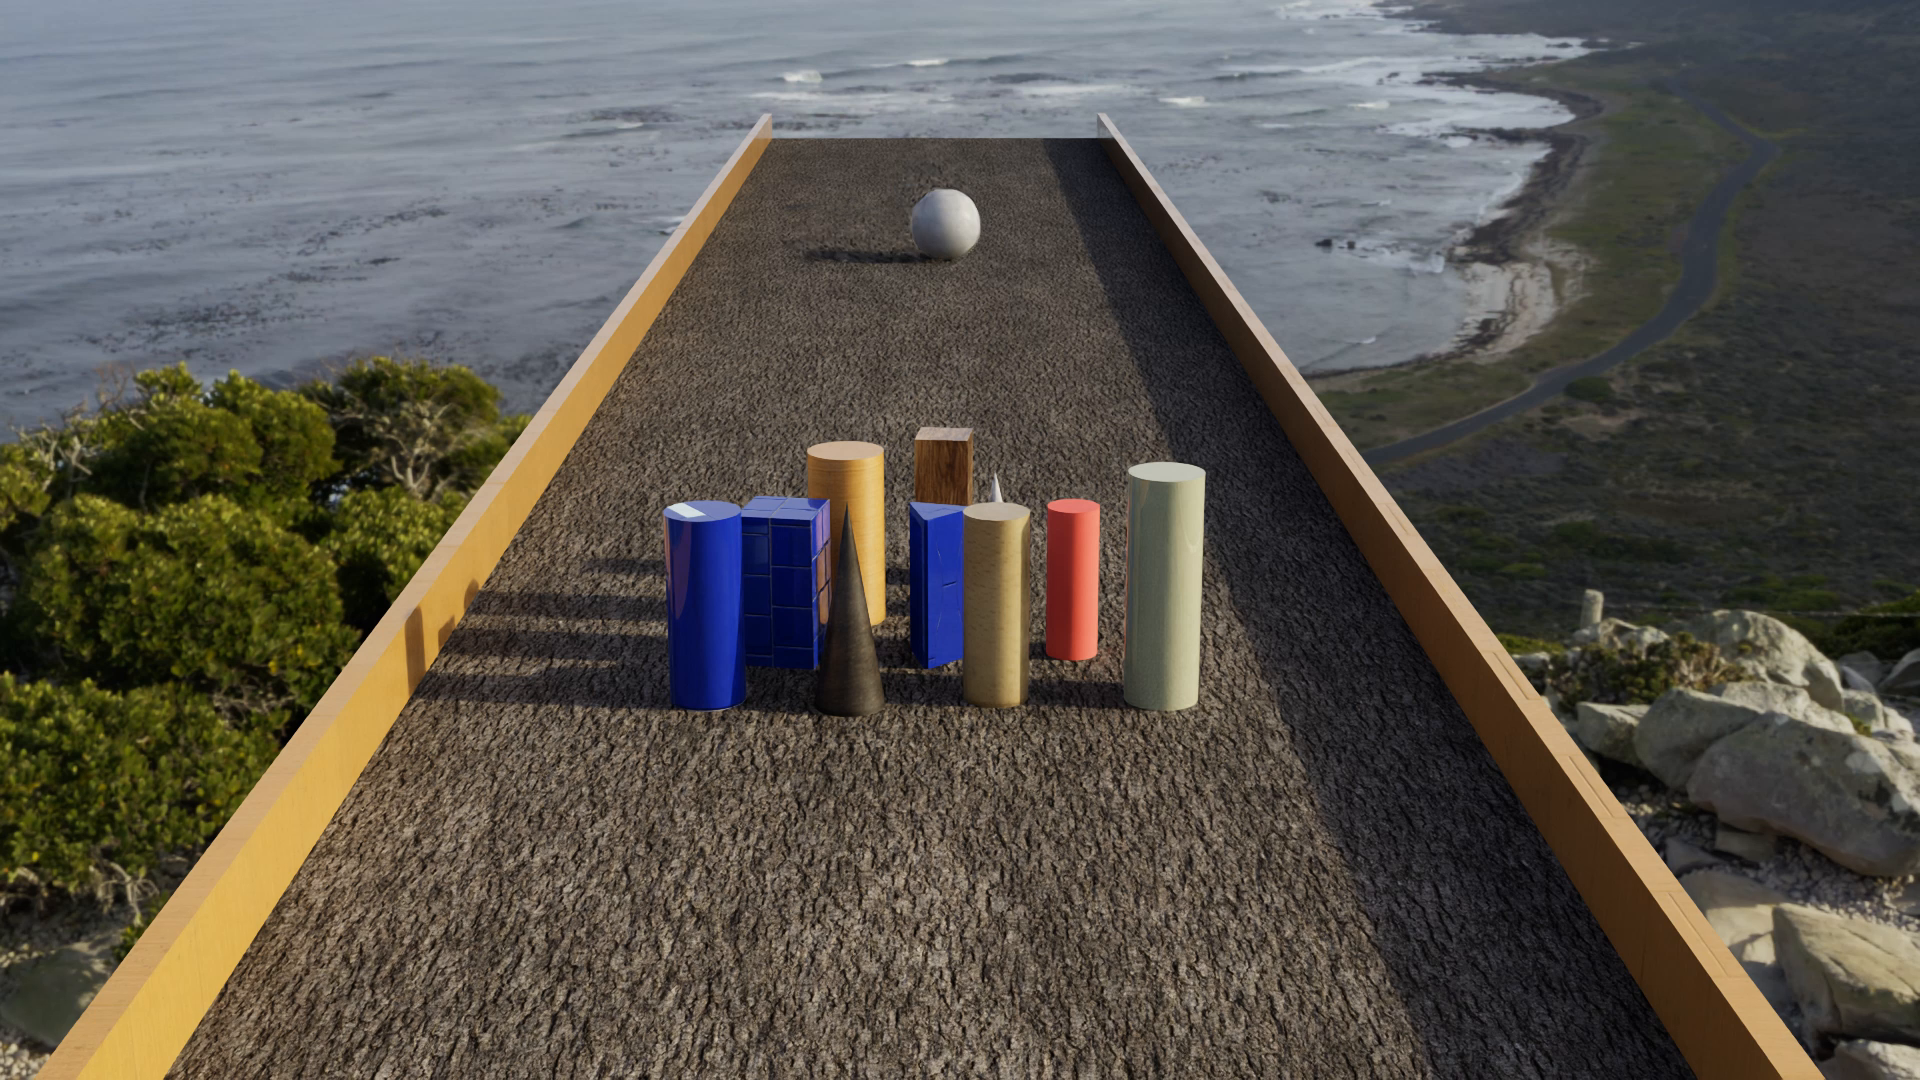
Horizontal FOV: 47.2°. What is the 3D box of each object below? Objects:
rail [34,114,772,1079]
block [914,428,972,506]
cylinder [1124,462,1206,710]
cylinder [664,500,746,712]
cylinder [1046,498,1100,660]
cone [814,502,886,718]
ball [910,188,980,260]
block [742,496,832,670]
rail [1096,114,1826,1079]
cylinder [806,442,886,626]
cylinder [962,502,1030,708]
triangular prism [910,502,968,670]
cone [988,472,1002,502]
[{"bbox_3d":[-1.118,-0.838,7.780,0.050,0.150,12.000,0,17,-1],"label":"rail"},{"bbox_3d":[-0.035,-0.074,4.889,0.116,0.334,0.116,2,17,6],"label":"block"},{"bbox_3d":[0.384,0.087,4.149,0.143,0.447,0.143,0,17,0],"label":"cylinder"},{"bbox_3d":[-0.481,0.124,4.156,0.145,0.372,0.145,0,17,0],"label":"cylinder"},{"bbox_3d":[0.226,0.080,4.419,0.104,0.308,0.104,0,17,0],"label":"cylinder"},{"bbox_3d":[-0.209,0.120,4.121,0.136,0.401,0.136,0,17,0],"label":"cone"},{"bbox_3d":[-0.060,-1.311,9.122,0.292,0.292,0.292,0,17,0],"label":"ball"},{"bbox_3d":[-0.351,0.084,4.403,0.154,0.309,0.154,3,17,10],"label":"block"},{"bbox_3d":[0.932,-0.844,7.801,0.050,0.150,12.000,0,17,-1],"label":"rail"},{"bbox_3d":[-0.238,-0.011,4.625,0.160,0.365,0.160,0,17,0],"label":"cylinder"},{"bbox_3d":[0.069,0.123,4.166,0.126,0.369,0.126,0,17,0],"label":"cylinder"},{"bbox_3d":[-0.059,0.084,4.403,0.132,0.309,0.114,-15,22,-42],"label":"triangular prism"},{"bbox_3d":[0.074,0.003,4.666,0.143,0.313,0.143,0,17,0],"label":"cone"}]
